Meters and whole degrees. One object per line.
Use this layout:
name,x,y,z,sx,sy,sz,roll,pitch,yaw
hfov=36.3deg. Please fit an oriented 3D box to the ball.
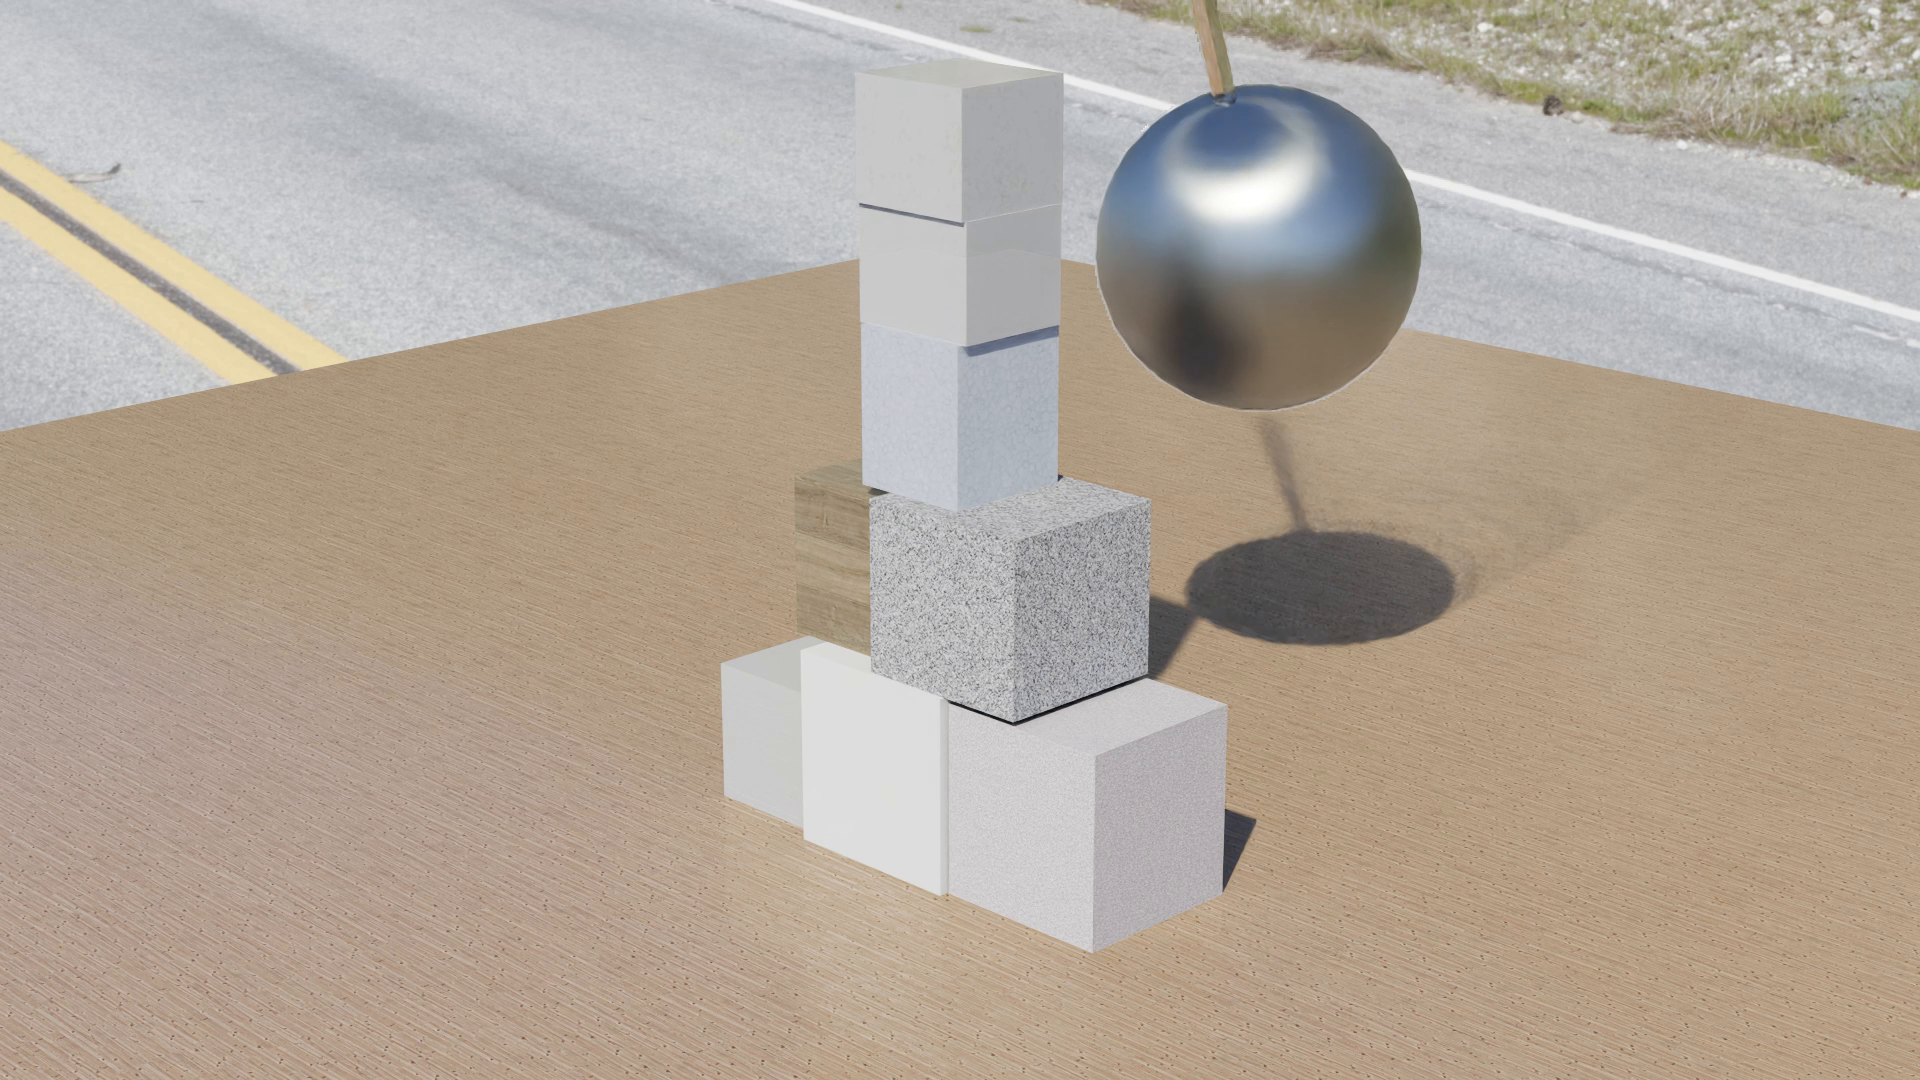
ball,1.467,-1.436,14.428,1.600,1.600,1.600,0,17,0

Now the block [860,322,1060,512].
block,0.001,-0.610,13.151,0.641,0.744,0.606,-17,24,-42

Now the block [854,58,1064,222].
block,-0.003,-1.753,12.787,0.627,0.569,0.654,-17,24,-42

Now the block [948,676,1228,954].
block,0.568,1.163,13.115,0.866,0.916,0.880,-17,24,-42

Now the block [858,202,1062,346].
block,0.000,-1.223,12.957,0.592,0.543,0.667,-17,24,-42

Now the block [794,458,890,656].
block,-0.311,0.065,13.707,0.646,0.766,0.647,-17,24,-42

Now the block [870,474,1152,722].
block,0.224,0.210,13.155,0.876,0.822,0.896,-17,24,-42

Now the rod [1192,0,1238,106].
rod,0.636,-4.230,12.679,0.080,5.200,0.080,17,44,42

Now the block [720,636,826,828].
block,-0.652,0.913,14.293,0.759,0.688,0.663,-17,24,-42

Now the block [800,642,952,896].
block,-0.084,0.959,13.716,0.933,0.945,0.918,-17,24,-42
